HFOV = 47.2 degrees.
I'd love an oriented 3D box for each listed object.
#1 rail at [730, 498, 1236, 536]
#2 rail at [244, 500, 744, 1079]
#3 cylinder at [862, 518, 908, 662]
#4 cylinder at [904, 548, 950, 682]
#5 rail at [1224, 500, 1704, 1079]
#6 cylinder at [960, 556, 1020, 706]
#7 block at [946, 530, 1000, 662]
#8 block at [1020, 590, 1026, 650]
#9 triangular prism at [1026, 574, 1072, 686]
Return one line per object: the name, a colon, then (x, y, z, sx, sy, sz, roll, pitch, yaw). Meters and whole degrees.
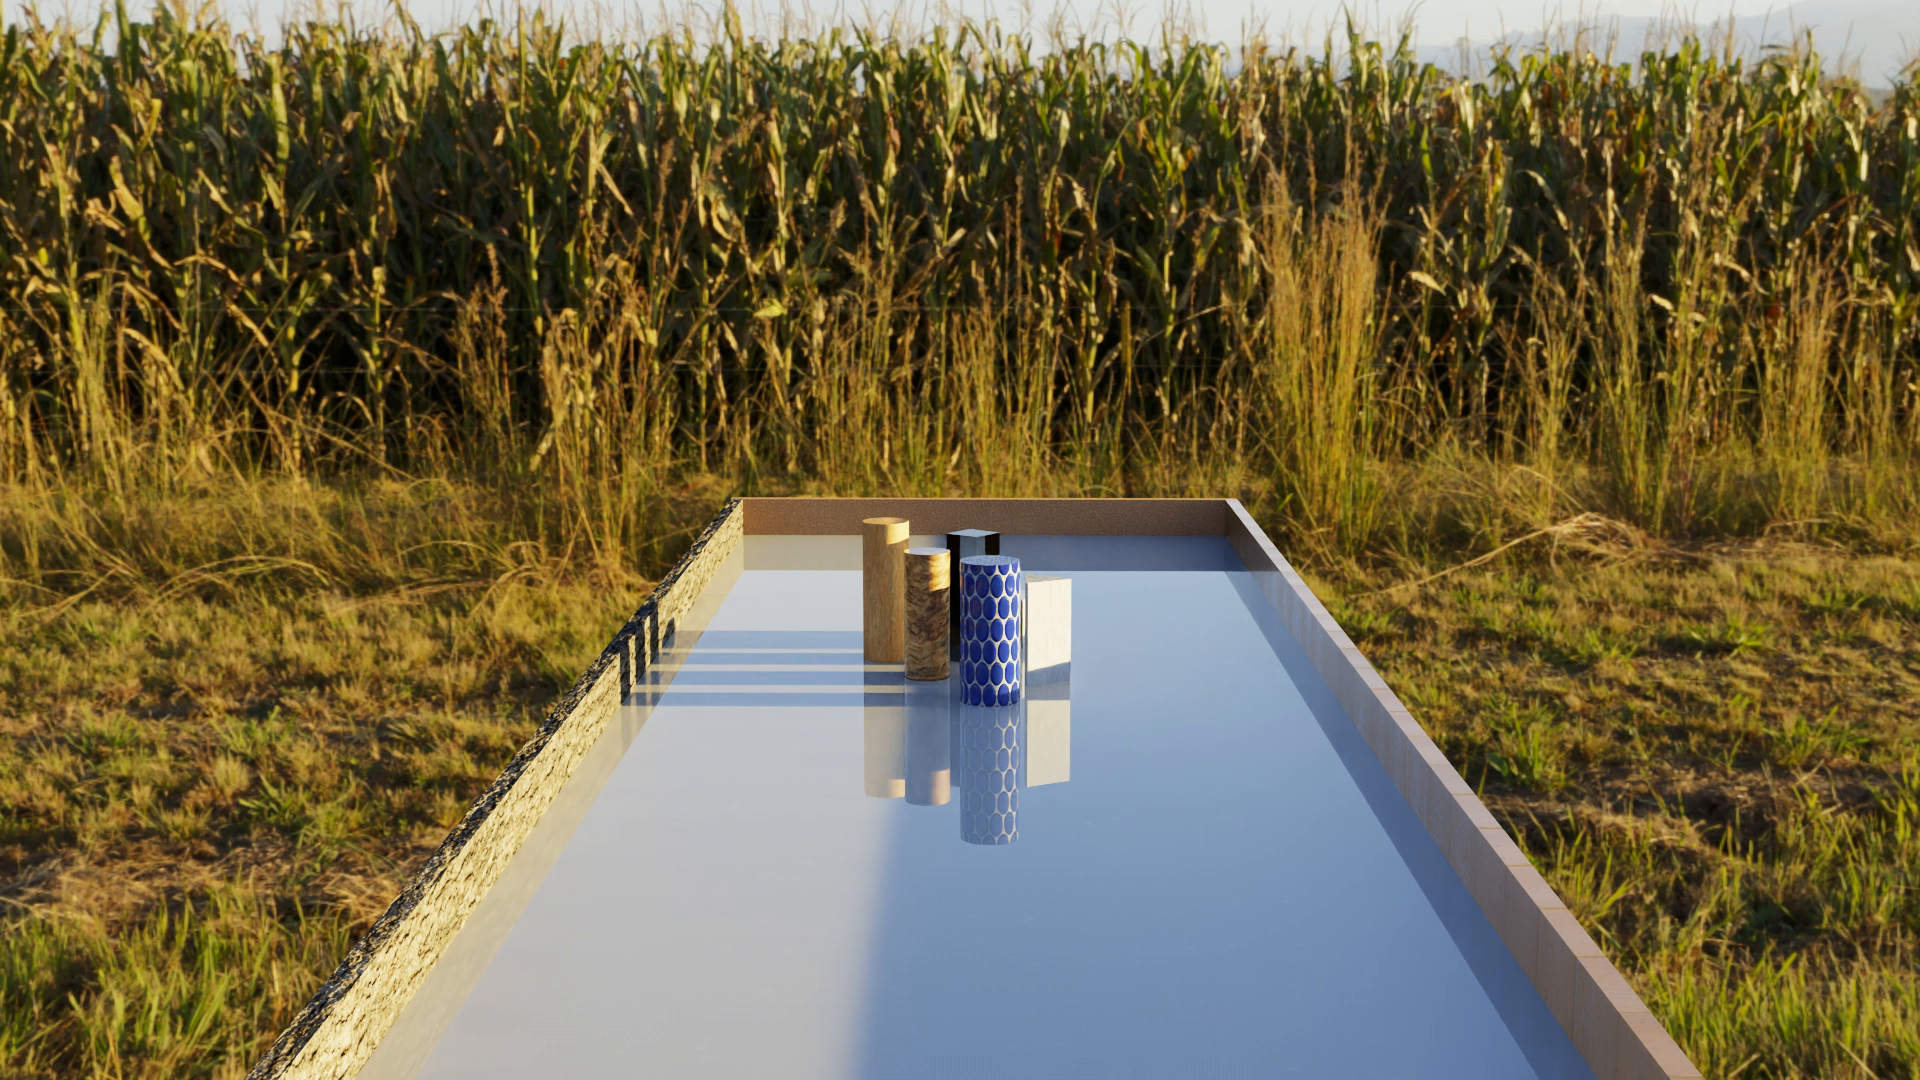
rail: (0.099, -0.098, 9.147, 2.100, 0.150, 0.050, 0, 9, 1)
rail: (-1.004, 0.839, 3.234, 0.050, 0.150, 12.000, 0, 9, 1)
cylinder: (-0.225, 0.151, 6.699, 0.141, 0.424, 0.141, 0, 9, 0)
cylinder: (-0.096, 0.217, 6.444, 0.135, 0.374, 0.135, 0, 9, 0)
rail: (1.046, 0.843, 3.208, 0.050, 0.150, 12.000, 0, 9, 1)
cylinder: (0.084, 0.253, 6.145, 0.169, 0.397, 0.169, 0, 9, 0)
block: (0.040, 0.172, 6.680, 0.115, 0.391, 0.115, 7, 11, 37)
block: (0.074, 0.241, 6.988, 0.343, 0.156, 0.156, 4, 10, 25)
triangular prism: (0.226, 0.257, 6.422, 0.150, 0.301, 0.130, -5, 10, -28)
